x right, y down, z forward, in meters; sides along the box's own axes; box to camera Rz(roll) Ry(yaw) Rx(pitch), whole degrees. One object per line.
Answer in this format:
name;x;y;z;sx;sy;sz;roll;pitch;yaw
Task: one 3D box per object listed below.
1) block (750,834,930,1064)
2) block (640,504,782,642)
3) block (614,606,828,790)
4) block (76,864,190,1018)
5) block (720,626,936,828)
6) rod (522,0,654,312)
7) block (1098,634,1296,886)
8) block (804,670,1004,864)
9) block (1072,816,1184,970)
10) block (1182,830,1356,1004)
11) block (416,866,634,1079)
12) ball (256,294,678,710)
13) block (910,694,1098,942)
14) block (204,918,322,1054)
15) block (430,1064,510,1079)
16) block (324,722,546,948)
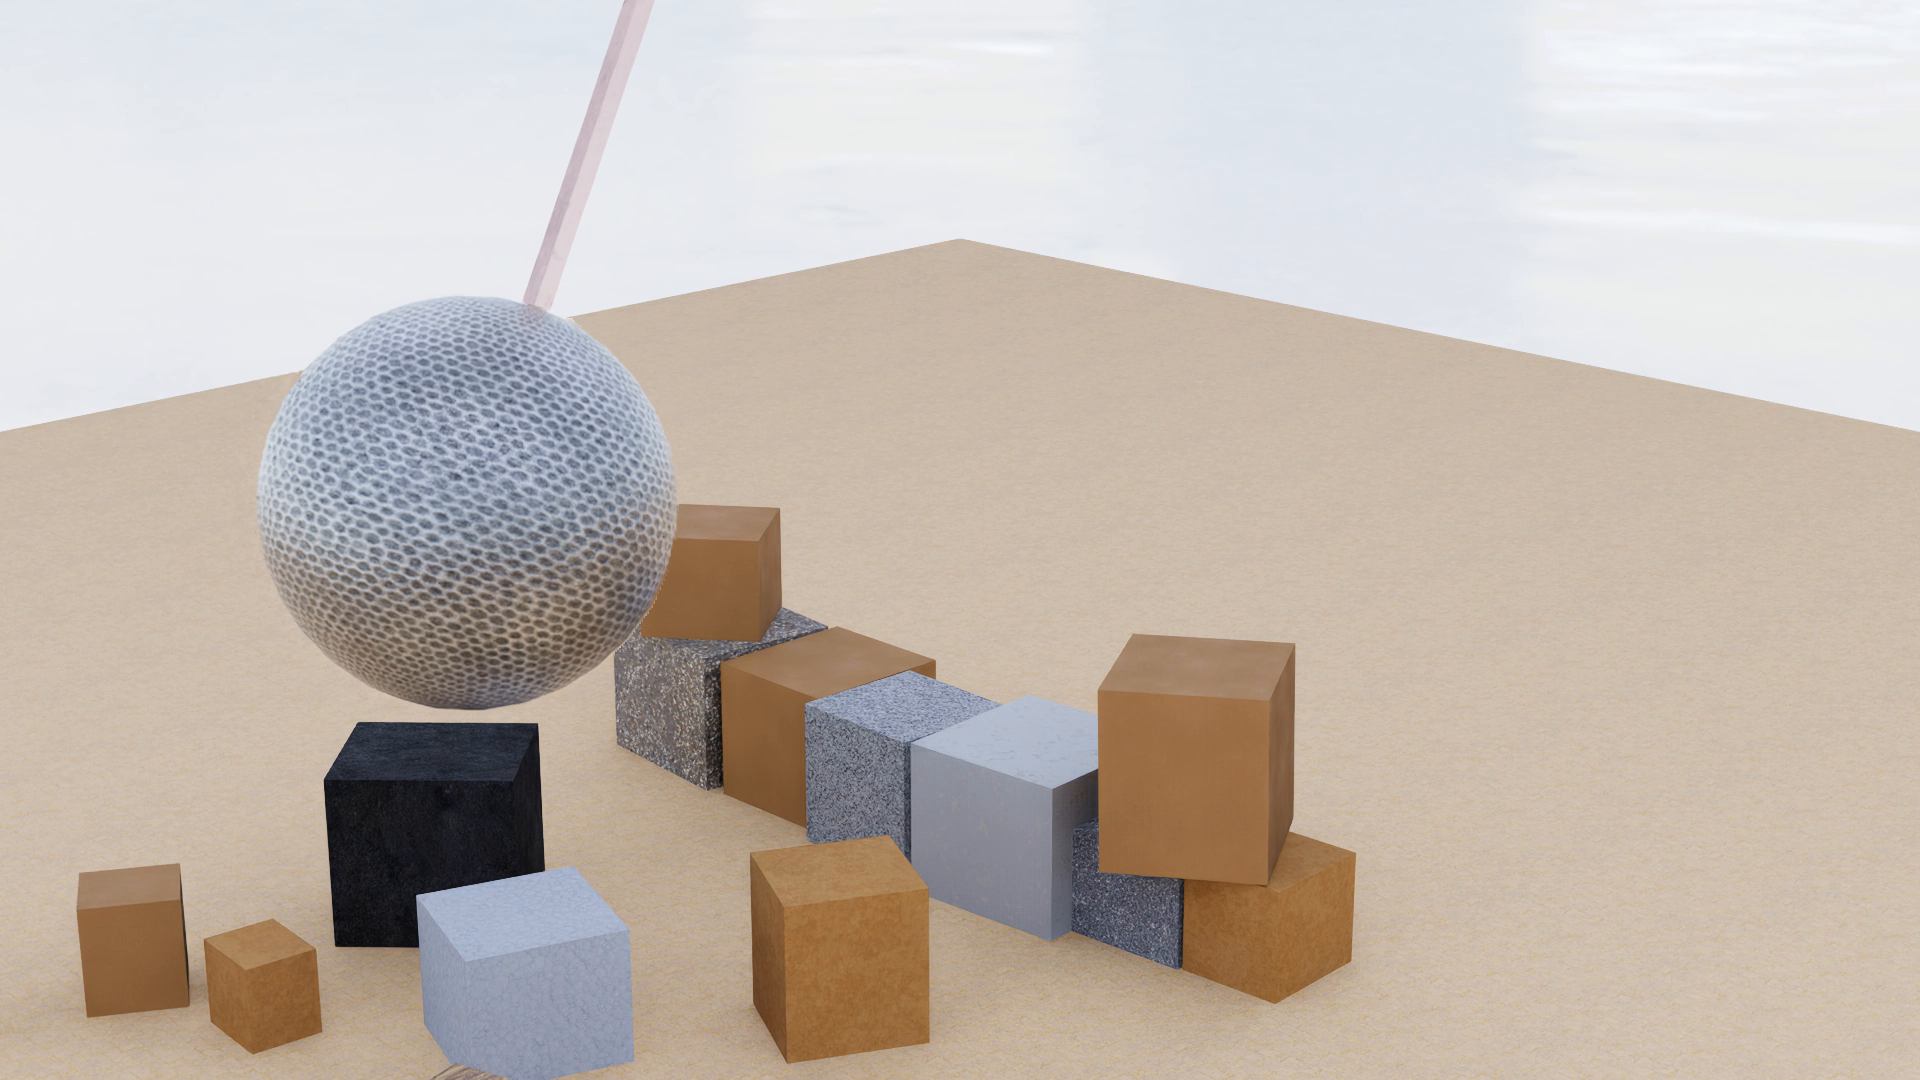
block;-0.492;1.657;11.936;0.594;0.681;0.563;-5;18;-17
block;-1.244;0.158;14.669;0.601;0.520;0.570;2;18;7
block;-1.207;0.739;14.842;0.756;0.691;0.811;-14;22;-37
block;-3.446;1.667;12.232;0.409;0.485;0.382;-4;18;-14
block;-0.637;0.914;14.296;0.765;0.684;0.708;-17;24;-42
rod;-0.820;-3.368;11.423;0.080;5.200;0.080;17;-3;42
block;1.010;0.915;12.410;0.709;0.806;0.752;3;17;14
block;-0.247;1.096;13.708;0.662;0.689;0.684;-16;23;-41
block;0.898;1.479;12.824;0.586;0.489;0.569;15;23;39
block;1.314;1.580;12.475;0.489;0.505;0.551;15;23;40
block;-1.750;1.759;11.785;0.666;0.576;0.683;-8;19;-25
ball;-1.893;-0.144;11.312;1.600;1.600;1.600;0;17;0
block;0.359;1.235;13.222;0.818;0.716;0.824;15;23;39
block;-2.840;1.815;11.947;0.309;0.373;0.376;-14;22;-37
block;-1.760;2.235;10.502;0.511;0.438;0.515;10;20;28
block;-2.301;1.293;12.930;0.811;0.780;0.688;0;17;1
